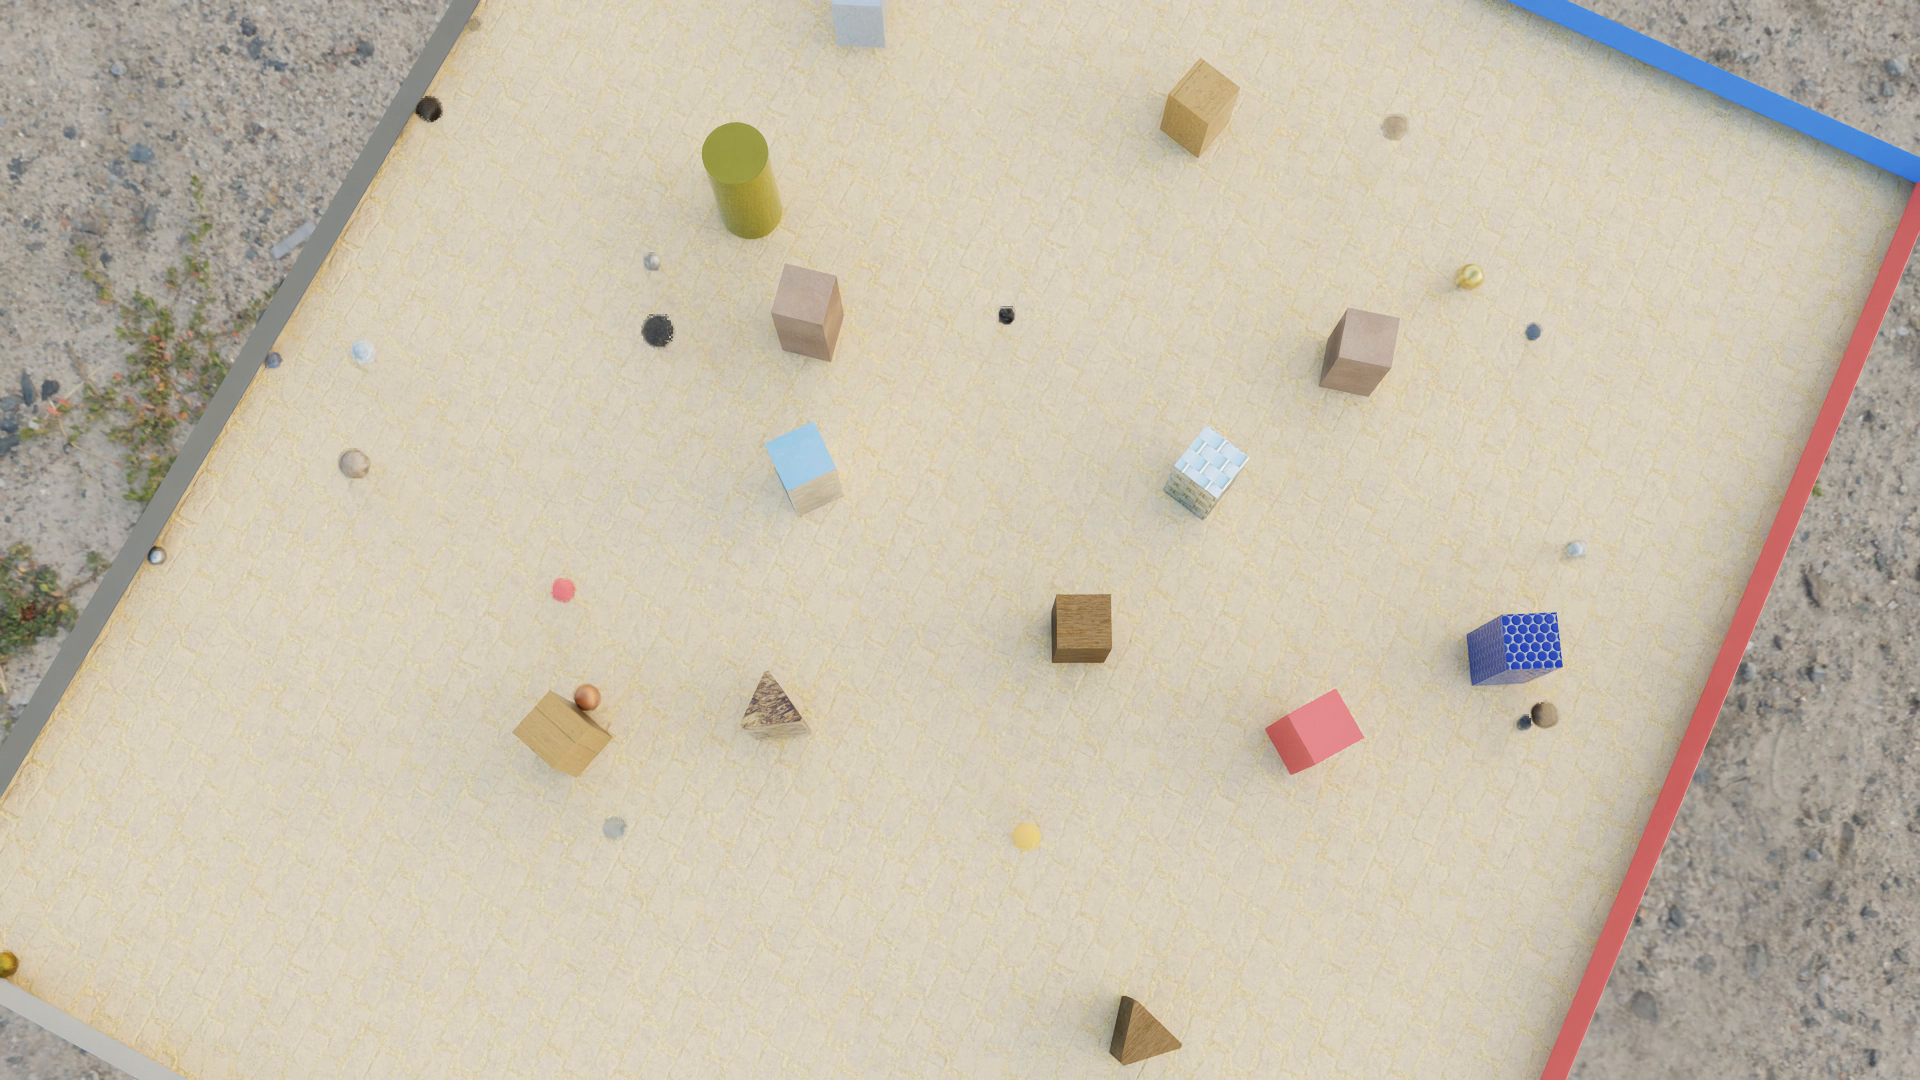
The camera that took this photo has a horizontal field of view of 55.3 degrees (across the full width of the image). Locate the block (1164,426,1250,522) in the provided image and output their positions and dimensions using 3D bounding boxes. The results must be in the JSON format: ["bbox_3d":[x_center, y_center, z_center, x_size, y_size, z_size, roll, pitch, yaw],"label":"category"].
[{"bbox_3d":[0.735,-0.197,5.497,0.157,0.315,0.157,38,81,7],"label":"block"}]

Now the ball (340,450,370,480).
[{"bbox_3d":[-1.855,-0.232,5.618,0.092,0.092,0.092,0,78,0],"label":"ball"}]

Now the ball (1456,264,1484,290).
[{"bbox_3d":[1.599,-0.824,5.746,0.080,0.080,0.080,0,78,0],"label":"ball"}]

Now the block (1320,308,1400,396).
[{"bbox_3d":[1.213,-0.569,5.577,0.157,0.307,0.157,12,79,2],"label":"block"}]

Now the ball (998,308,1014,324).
[{"bbox_3d":[0.145,-0.700,5.734,0.054,0.054,0.054,0,78,0],"label":"ball"}]

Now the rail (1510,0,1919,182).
[{"bbox_3d":[1.077,-2.103,5.986,4.458,0.128,0.045,26,80,5],"label":"rail"}]

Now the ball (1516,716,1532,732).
[{"bbox_3d":[1.686,0.550,5.481,0.043,0.043,0.043,0,78,0],"label":"ball"}]

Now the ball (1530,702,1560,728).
[{"bbox_3d":[1.745,0.522,5.467,0.081,0.081,0.081,0,78,0],"label":"ball"}]

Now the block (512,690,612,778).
[{"bbox_3d":[-1.152,0.567,5.329,0.157,0.334,0.157,40,81,8],"label":"block"}]

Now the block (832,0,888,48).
[{"bbox_3d":[-0.315,-1.707,5.831,0.157,0.273,0.157,4,78,1],"label":"block"}]

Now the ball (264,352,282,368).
[{"bbox_3d":[-2.139,-0.559,5.706,0.052,0.052,0.052,0,78,0],"label":"ball"}]

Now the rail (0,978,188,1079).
[{"bbox_3d":[-1.077,2.117,5.112,4.458,0.128,0.045,26,80,5],"label":"rail"}]

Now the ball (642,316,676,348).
[{"bbox_3d":[-0.936,-0.649,5.701,0.098,0.098,0.098,0,78,0],"label":"ball"}]

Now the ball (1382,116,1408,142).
[{"bbox_3d":[1.386,-1.314,5.847,0.081,0.081,0.081,0,78,0],"label":"ball"}]

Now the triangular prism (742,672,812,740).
[{"bbox_3d":[-0.536,0.478,5.320,0.170,0.386,0.148,-6,78,-1],"label":"triangular prism"}]

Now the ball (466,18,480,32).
[{"bbox_3d":[-1.579,-1.670,5.939,0.045,0.045,0.045,0,78,0],"label":"ball"}]

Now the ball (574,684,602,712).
[{"bbox_3d":[-1.113,0.472,5.478,0.079,0.079,0.079,0,78,0],"label":"ball"}]

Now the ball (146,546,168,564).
[{"bbox_3d":[-2.443,0.047,5.577,0.058,0.058,0.058,0,78,0],"label":"ball"}]

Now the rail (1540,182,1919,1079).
[{"bbox_3d":[1.973,0.973,5.349,0.045,0.128,4.865,26,80,5],"label":"rail"}]

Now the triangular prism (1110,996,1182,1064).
[{"bbox_3d":[0.496,1.357,5.137,0.170,0.390,0.148,-16,79,-3],"label":"triangular prism"}]

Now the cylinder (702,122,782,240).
[{"bbox_3d":[-0.663,-1.095,5.617,0.197,0.442,0.197,0,78,0],"label":"cylinder"}]

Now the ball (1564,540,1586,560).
[{"bbox_3d":[1.872,0.031,5.579,0.060,0.060,0.060,0,78,0],"label":"ball"}]

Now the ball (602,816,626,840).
[{"bbox_3d":[-1.019,0.850,5.406,0.068,0.068,0.068,0,78,0],"label":"ball"}]

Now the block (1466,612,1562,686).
[{"bbox_3d":[1.618,0.322,5.362,0.157,0.368,0.157,-3,78,-1],"label":"block"}]

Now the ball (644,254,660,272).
[{"bbox_3d":[-0.969,-0.873,5.770,0.053,0.053,0.053,0,78,0],"label":"ball"}]

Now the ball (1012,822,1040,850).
[{"bbox_3d":[0.193,0.871,5.393,0.085,0.085,0.085,0,78,0],"label":"ball"}]

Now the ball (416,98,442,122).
[{"bbox_3d":[-1.699,-1.375,5.863,0.075,0.075,0.075,0,78,0],"label":"ball"}]

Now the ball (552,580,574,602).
[{"bbox_3d":[-1.201,0.155,5.549,0.069,0.069,0.069,0,78,0],"label":"ball"}]

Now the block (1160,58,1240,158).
[{"bbox_3d":[0.753,-1.356,5.765,0.157,0.258,0.157,39,81,7],"label":"block"}]

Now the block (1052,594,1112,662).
[{"bbox_3d":[0.356,0.264,5.408,0.157,0.301,0.157,0,78,0],"label":"block"}]

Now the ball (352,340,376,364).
[{"bbox_3d":[-1.853,-0.583,5.698,0.076,0.076,0.076,0,78,0],"label":"ball"}]

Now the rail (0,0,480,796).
[{"bbox_3d":[-1.973,-0.959,5.749,0.045,0.128,4.865,26,80,5],"label":"rail"}]

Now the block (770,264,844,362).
[{"bbox_3d":[-0.460,-0.687,5.572,0.157,0.365,0.157,14,79,3],"label":"block"}]

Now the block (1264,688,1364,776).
[{"bbox_3d":[1.020,0.559,5.301,0.157,0.391,0.157,-28,80,-5],"label":"block"}]

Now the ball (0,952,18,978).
[{"bbox_3d":[-2.777,1.233,5.323,0.075,0.075,0.075,0,78,0],"label":"ball"}]

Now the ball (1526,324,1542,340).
[{"bbox_3d":[1.791,-0.648,5.726,0.048,0.048,0.048,0,78,0],"label":"ball"}]

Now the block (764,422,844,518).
[{"bbox_3d":[-0.462,-0.208,5.479,0.157,0.353,0.157,-25,79,-5],"label":"block"}]
